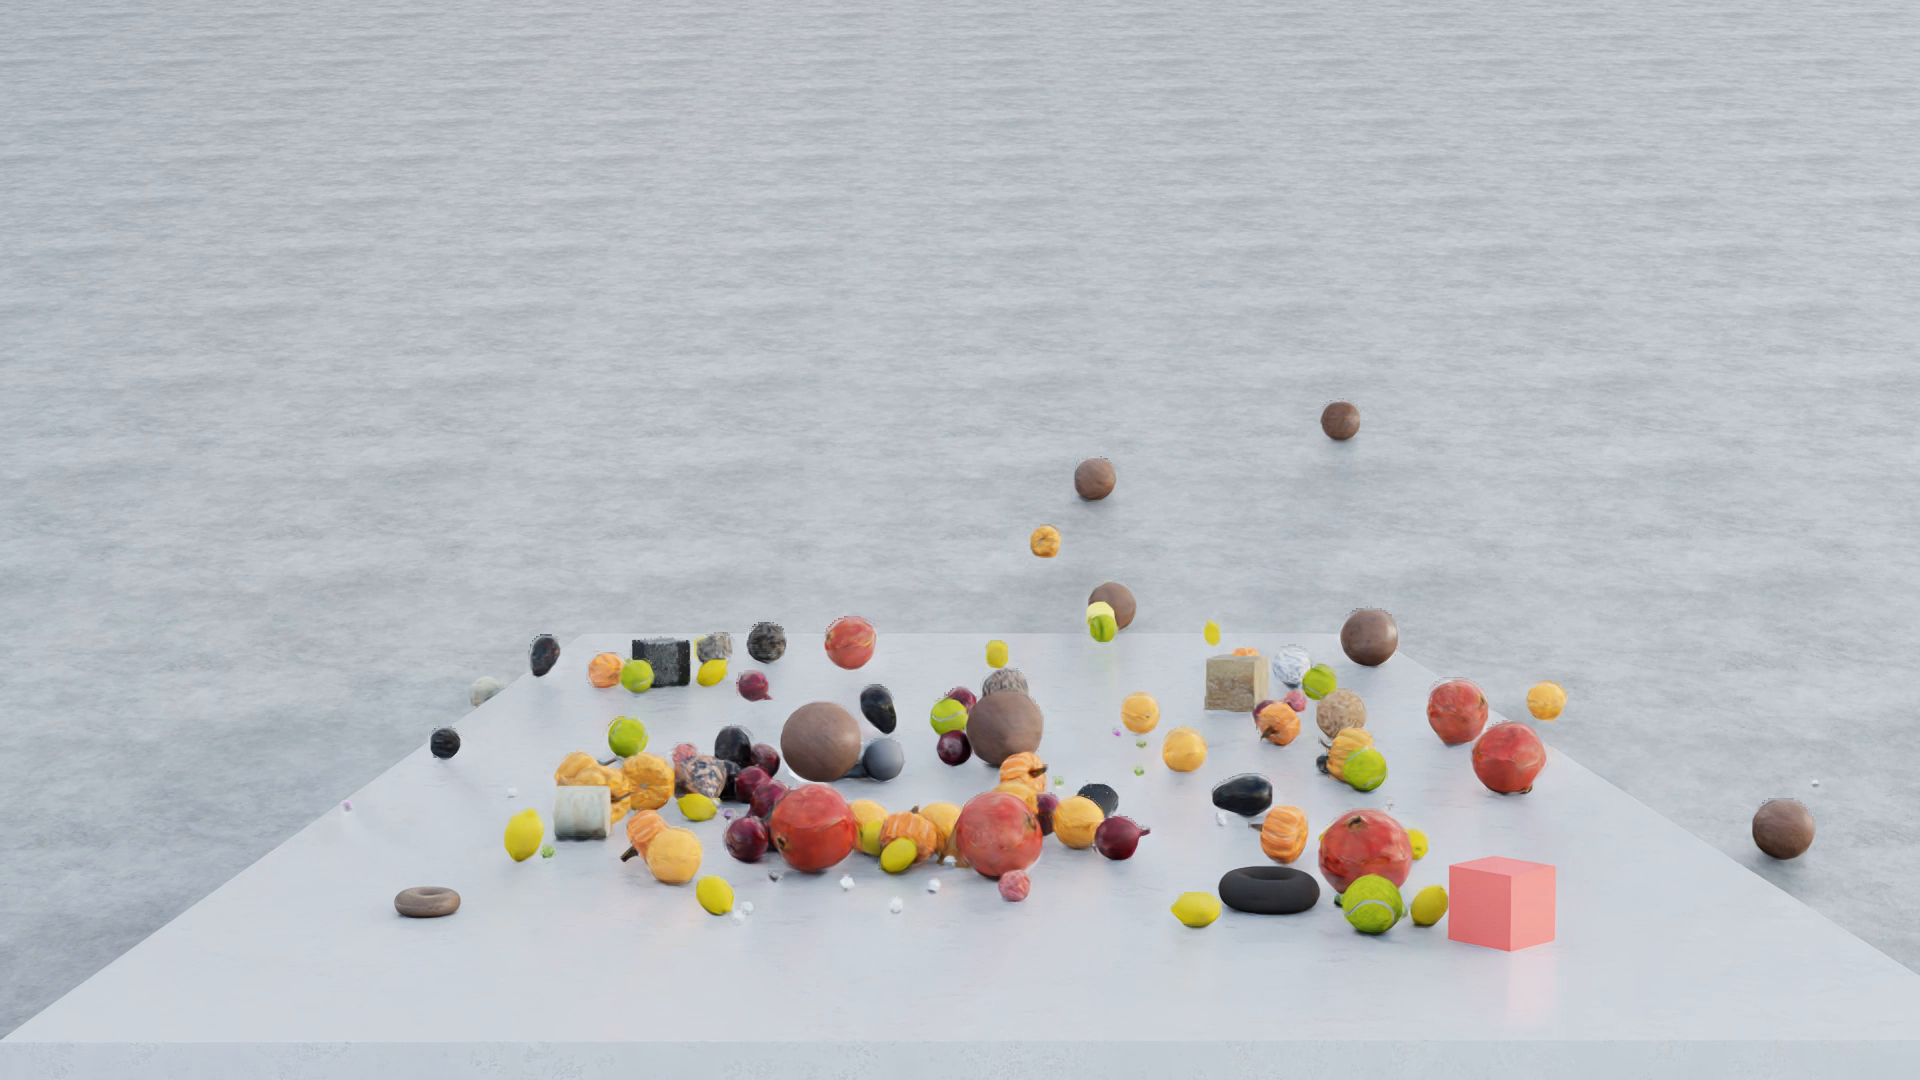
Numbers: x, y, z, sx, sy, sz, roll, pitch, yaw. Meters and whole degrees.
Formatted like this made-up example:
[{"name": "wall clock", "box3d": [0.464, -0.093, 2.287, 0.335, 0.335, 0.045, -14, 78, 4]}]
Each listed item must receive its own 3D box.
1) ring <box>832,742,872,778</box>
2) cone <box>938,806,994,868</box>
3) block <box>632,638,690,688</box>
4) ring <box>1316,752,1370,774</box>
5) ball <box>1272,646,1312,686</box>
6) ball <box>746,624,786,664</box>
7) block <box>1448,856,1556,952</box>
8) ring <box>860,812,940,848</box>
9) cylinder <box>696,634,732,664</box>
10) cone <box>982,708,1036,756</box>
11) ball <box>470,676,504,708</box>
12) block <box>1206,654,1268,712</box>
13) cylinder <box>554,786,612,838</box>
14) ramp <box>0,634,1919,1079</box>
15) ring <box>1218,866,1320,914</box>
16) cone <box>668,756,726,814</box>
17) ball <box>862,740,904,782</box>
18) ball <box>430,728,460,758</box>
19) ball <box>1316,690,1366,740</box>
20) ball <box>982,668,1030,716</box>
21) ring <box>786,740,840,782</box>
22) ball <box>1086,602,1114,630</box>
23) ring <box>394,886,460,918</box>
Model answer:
[{"name": "ring", "box3d": [-0.166, 0.362, 4.245, 0.137, 0.046, 0.137, -1, 4, 0]}, {"name": "cone", "box3d": [0.008, 0.395, 3.465, 0.079, 0.079, 0.079, 0, 4, 0]}, {"name": "block", "box3d": [-0.636, 0.261, 5.462, 0.092, 0.092, 0.092, -2, 4, -33]}, {"name": "ring", "box3d": [0.633, 0.370, 4.247, 0.087, 0.029, 0.087, 1, 3, 0]}, {"name": "ball", "box3d": [0.702, 0.267, 5.424, 0.083, 0.083, 0.083, 0, 20, 0]}, {"name": "ball", "box3d": [-0.442, 0.236, 5.858, 0.089, 0.089, 0.089, 0, 20, 0]}, {"name": "block", "box3d": [0.630, 0.422, 2.985, 0.087, 0.087, 0.087, -3, 5, -42]}, {"name": "ring", "box3d": [-0.083, 0.408, 3.607, 0.113, 0.038, 0.113, 1, 3, 0]}, {"name": "cylinder", "box3d": [-0.556, 0.247, 5.805, 0.059, 0.059, 0.059, -16, 7, 37]}, {"name": "cone", "box3d": [0.069, 0.350, 4.474, 0.089, 0.089, 0.089, -32, -3, 39]}, {"name": "ball", "box3d": [-1.026, 0.334, 5.574, 0.076, 0.076, 0.076, 0, 20, 0]}, {"name": "block", "box3d": [0.546, 0.282, 5.065, 0.099, 0.099, 0.099, 1, 4, 22]}, {"name": "cylinder", "box3d": [-0.537, 0.387, 3.649, 0.072, 0.072, 0.072, 0, 20, 0]}, {"name": "ramp", "box3d": [0.046, 0.416, 4.535, 2.000, 0.100, 4.000, 0, 4, 0]}, {"name": "ring", "box3d": [0.382, 0.433, 3.176, 0.125, 0.042, 0.125, 1, 5, 0]}, {"name": "cone", "box3d": [-0.387, 0.388, 3.880, 0.091, 0.091, 0.091, -6, 32, -16]}, {"name": "ball", "box3d": [-0.124, 0.357, 4.155, 0.068, 0.068, 0.068, 0, 20, 0]}, {"name": "ball", "box3d": [-0.883, 0.349, 4.402, 0.052, 0.052, 0.052, 0, 20, 0]}, {"name": "ball", "box3d": [0.686, 0.315, 4.619, 0.090, 0.090, 0.090, 0, 20, 0]}, {"name": "ball", "box3d": [0.088, 0.294, 4.950, 0.091, 0.091, 0.091, 0, 20, 0]}, {"name": "ring", "box3d": [-0.240, 0.360, 4.178, 0.088, 0.029, 0.088, -2, 37, 2]}, {"name": "ball", "box3d": [0.363, 0.197, 6.660, 0.075, 0.075, 0.075, 0, 20, 0]}, {"name": "ring", "box3d": [-0.652, 0.443, 3.143, 0.080, 0.027, 0.080, 1, 4, 0]}]
